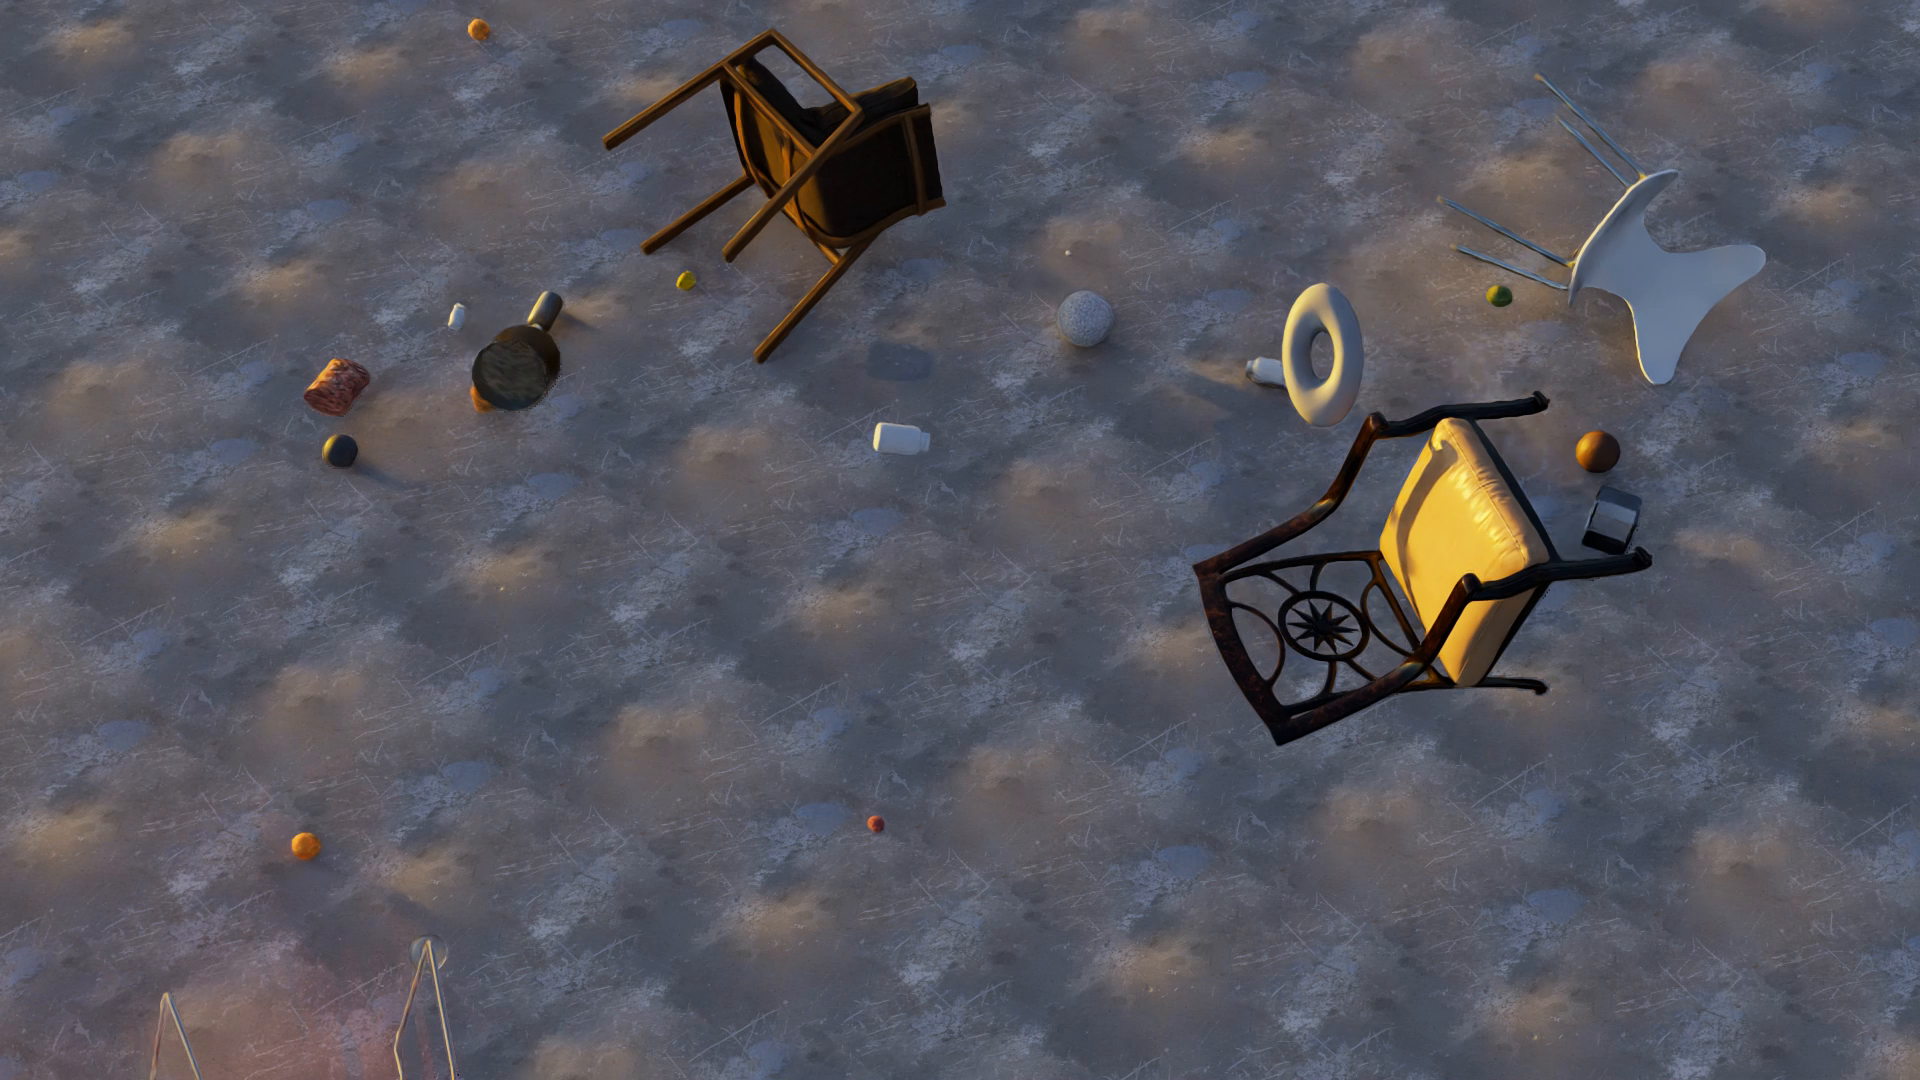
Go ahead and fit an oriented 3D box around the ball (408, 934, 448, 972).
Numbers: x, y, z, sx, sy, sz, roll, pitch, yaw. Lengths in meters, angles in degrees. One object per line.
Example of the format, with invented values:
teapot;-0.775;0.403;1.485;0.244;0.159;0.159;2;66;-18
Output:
ball;-1.400;1.086;5.785;0.099;0.099;0.099;0;56;0

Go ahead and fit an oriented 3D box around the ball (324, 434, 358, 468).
ball;-1.885;-0.272;6.696;0.100;0.100;0.100;0;56;0

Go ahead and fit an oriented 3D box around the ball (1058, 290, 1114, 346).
ball;0.395;-0.698;6.936;0.177;0.177;0.177;0;56;0

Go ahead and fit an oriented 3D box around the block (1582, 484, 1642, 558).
block;1.927;-0.056;6.501;0.122;0.128;0.141;20;42;10

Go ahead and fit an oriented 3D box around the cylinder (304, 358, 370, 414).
cylinder;-1.910;-0.471;6.749;0.138;0.088;0.163;17;43;7

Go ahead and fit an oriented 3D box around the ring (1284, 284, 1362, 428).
ring;1.005;-0.511;6.094;0.226;0.105;0.399;-1;93;28

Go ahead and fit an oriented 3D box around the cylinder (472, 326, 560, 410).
cylinder;-1.354;-0.527;6.723;0.235;0.220;0.160;-17;19;12
